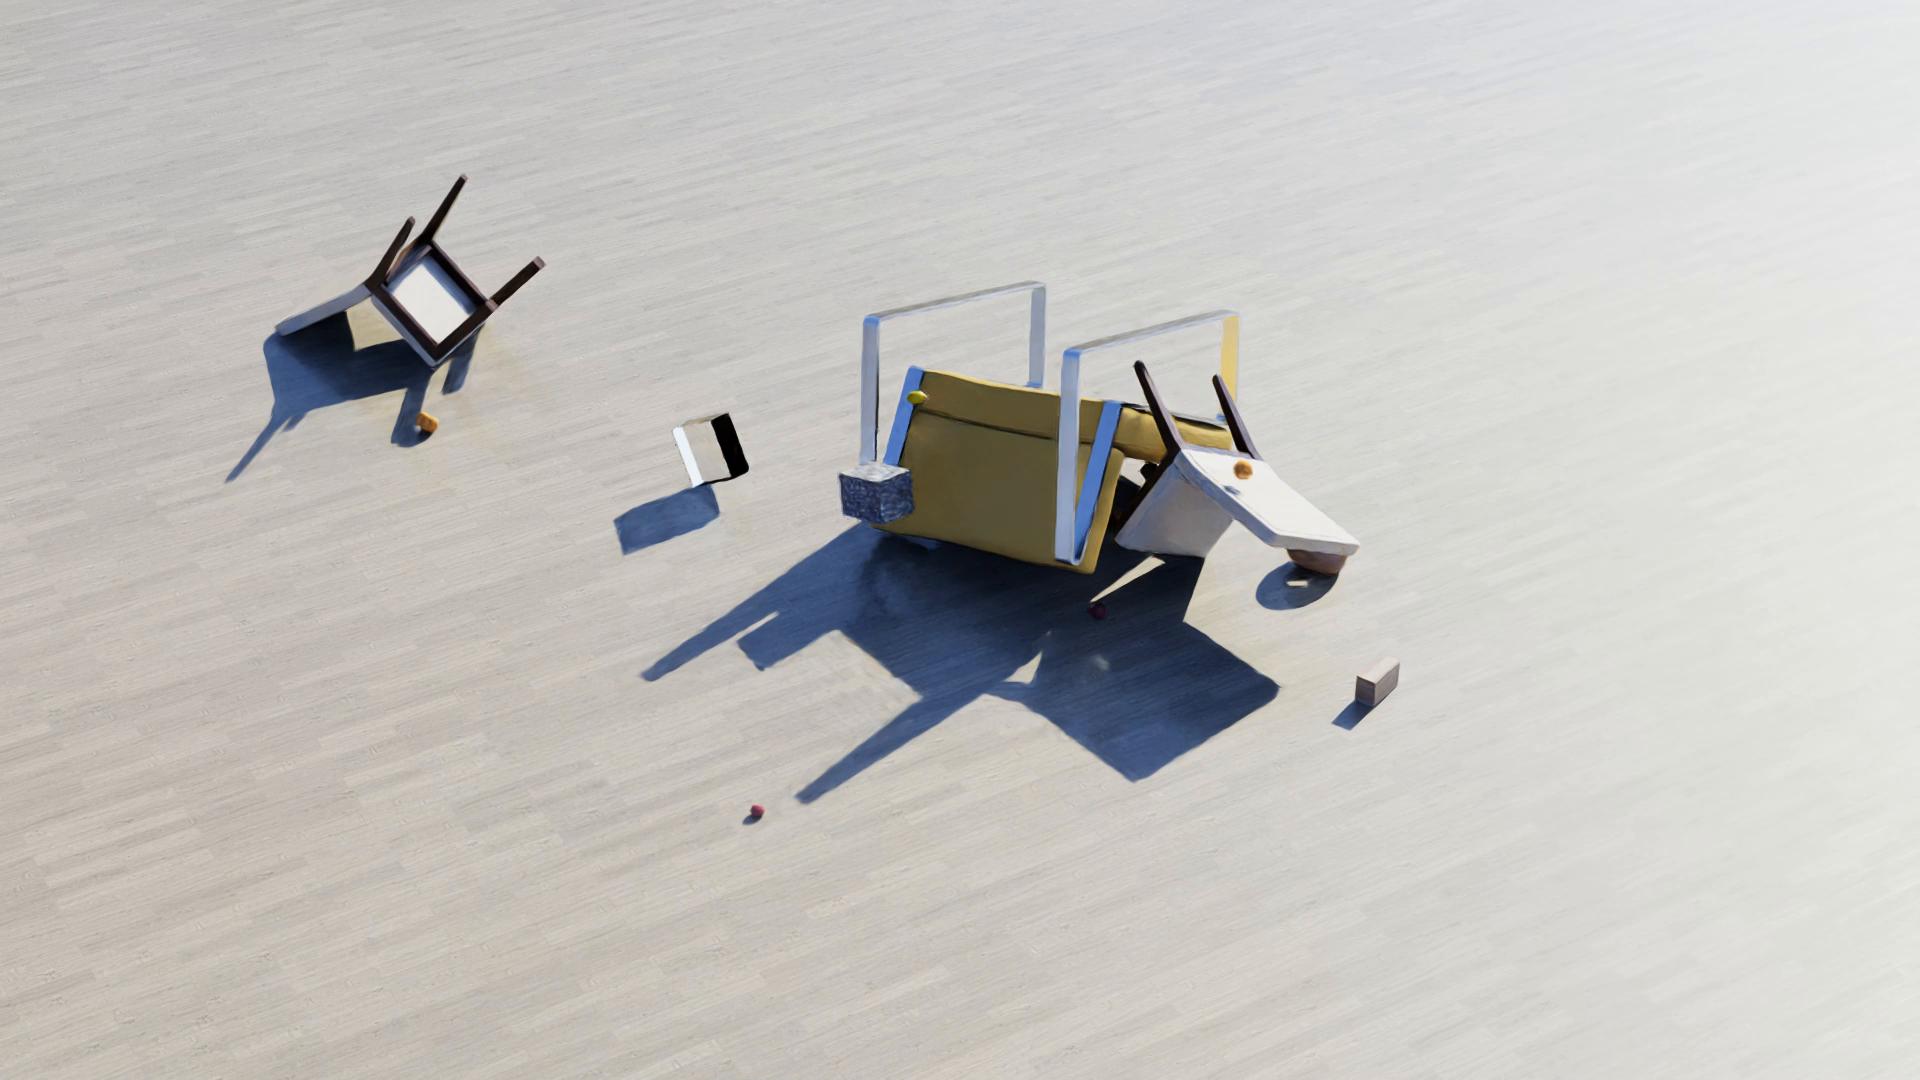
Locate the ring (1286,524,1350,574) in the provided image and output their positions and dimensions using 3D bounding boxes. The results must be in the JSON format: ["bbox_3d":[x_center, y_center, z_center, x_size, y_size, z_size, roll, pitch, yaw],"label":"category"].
[{"bbox_3d":[1.309,0.031,10.748,0.242,0.118,0.231,26,24,11],"label":"ring"}]

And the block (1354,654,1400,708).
[{"bbox_3d":[1.440,0.484,10.116,0.076,0.103,0.163,23,40,31],"label":"block"}]

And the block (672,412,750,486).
[{"bbox_3d":[-0.948,-0.344,11.162,0.221,0.239,0.101,-9,16,43],"label":"block"}]

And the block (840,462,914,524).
[{"bbox_3d":[-0.301,-0.171,10.622,0.203,0.159,0.166,13,26,42],"label":"block"}]
